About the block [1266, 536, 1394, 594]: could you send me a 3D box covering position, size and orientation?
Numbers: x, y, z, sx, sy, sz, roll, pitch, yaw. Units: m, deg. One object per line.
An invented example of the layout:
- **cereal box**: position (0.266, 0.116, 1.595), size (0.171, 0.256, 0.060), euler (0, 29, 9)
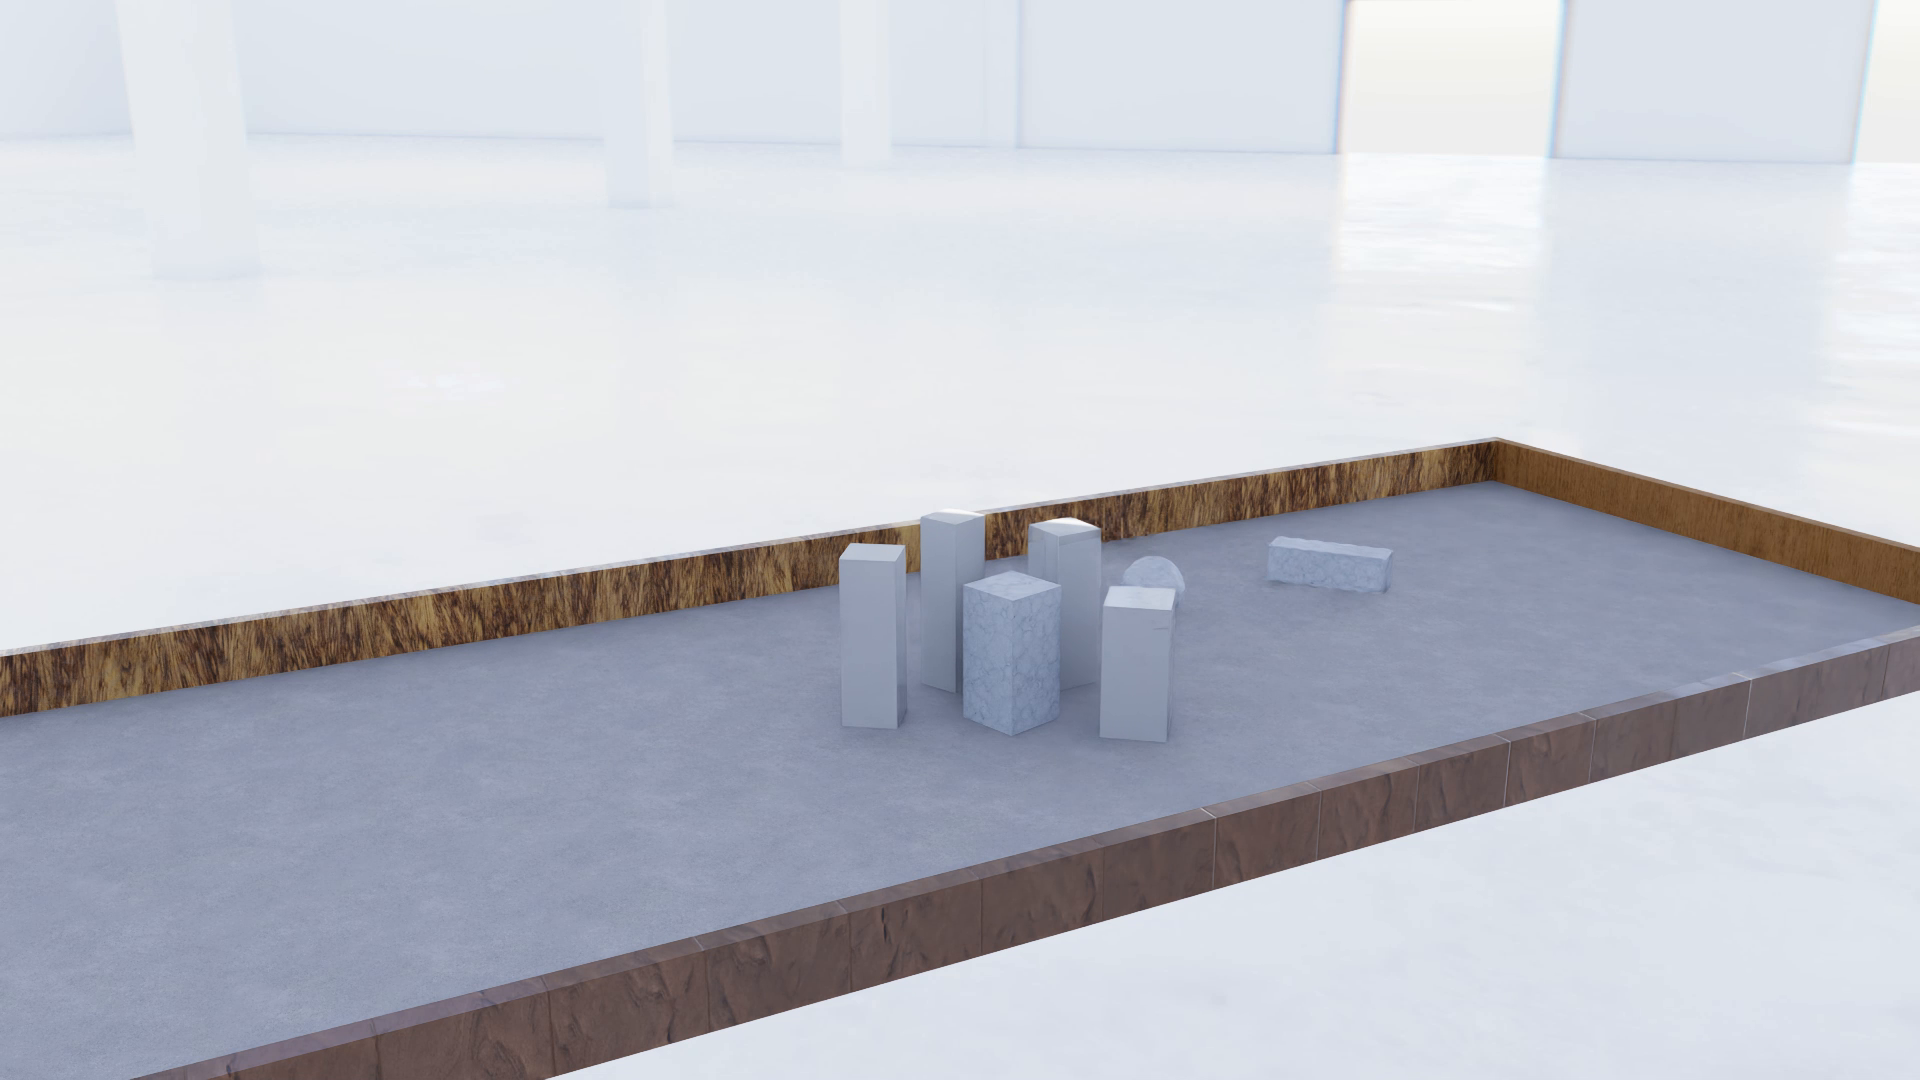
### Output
- **block**: position (1.102, 0.074, 4.914), size (0.347, 0.107, 0.107), euler (7, 18, 24)

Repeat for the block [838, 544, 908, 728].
- **block**: position (-0.202, 0.224, 3.866), size (0.131, 0.409, 0.131), euler (2, 17, 8)

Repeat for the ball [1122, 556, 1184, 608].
- **ball**: position (0.538, 0.131, 4.599), size (0.175, 0.175, 0.175), euler (0, 16, 0)

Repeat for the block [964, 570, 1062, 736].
- **block**: position (0.122, 0.263, 3.876), size (0.161, 0.329, 0.161), euler (-15, 22, -42)

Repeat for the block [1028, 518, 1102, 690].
- **block**: position (0.258, 0.158, 4.110), size (0.128, 0.399, 0.128), euler (-10, 19, -31)

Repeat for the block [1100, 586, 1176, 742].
- **block**: position (0.412, 0.285, 3.819), size (0.153, 0.320, 0.153), euler (3, 17, 11)

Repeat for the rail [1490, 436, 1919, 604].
- **rail**: position (2.466, -0.048, 5.253), size (0.050, 0.150, 2.100), euler (-9, 18, -27)

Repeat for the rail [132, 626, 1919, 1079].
- **rail**: position (-2.336, 1.006, 1.665), size (12.000, 0.150, 0.050), euler (-9, 18, -27)

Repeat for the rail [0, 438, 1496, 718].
- **rail**: position (-3.305, 0.497, 3.399), size (12.000, 0.150, 0.050), euler (-9, 18, -27)

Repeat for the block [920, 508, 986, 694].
- **block**: position (-0.018, 0.149, 4.082), size (0.112, 0.433, 0.112), euler (13, 21, 38)
